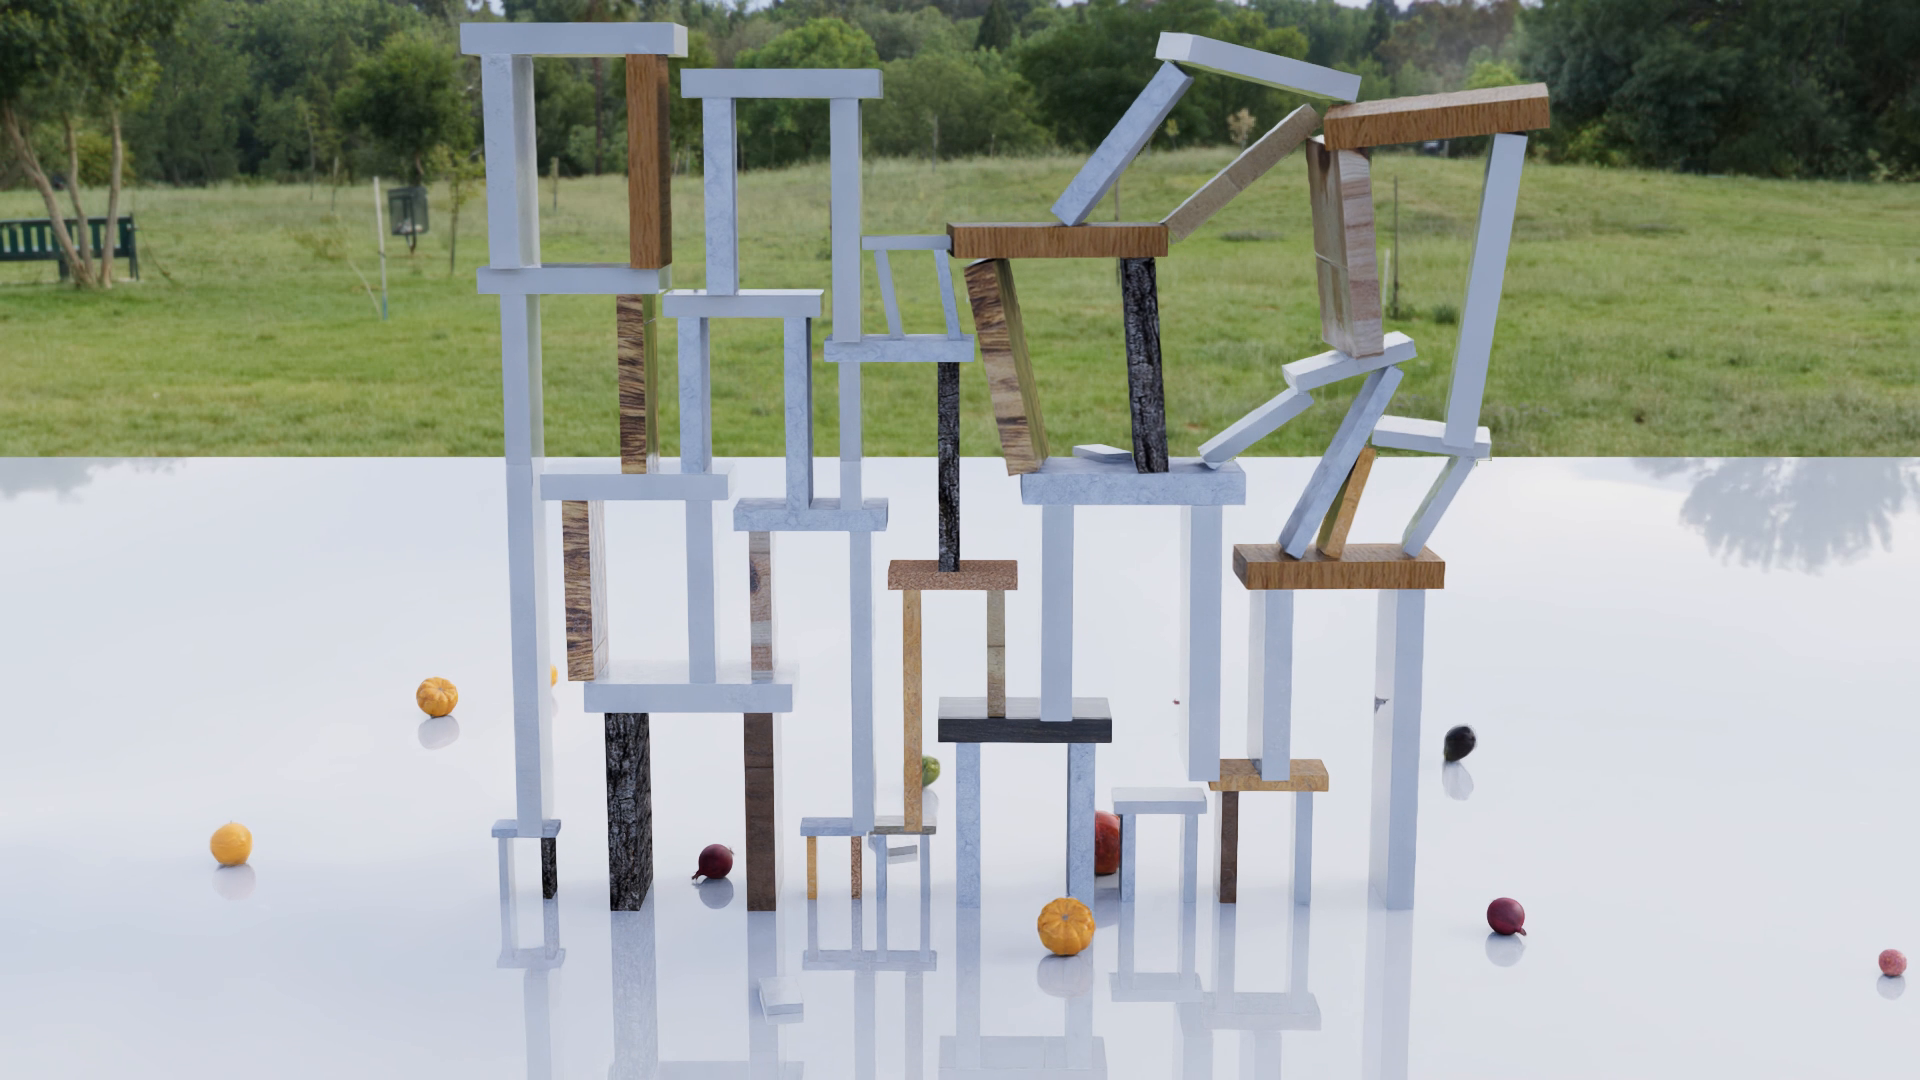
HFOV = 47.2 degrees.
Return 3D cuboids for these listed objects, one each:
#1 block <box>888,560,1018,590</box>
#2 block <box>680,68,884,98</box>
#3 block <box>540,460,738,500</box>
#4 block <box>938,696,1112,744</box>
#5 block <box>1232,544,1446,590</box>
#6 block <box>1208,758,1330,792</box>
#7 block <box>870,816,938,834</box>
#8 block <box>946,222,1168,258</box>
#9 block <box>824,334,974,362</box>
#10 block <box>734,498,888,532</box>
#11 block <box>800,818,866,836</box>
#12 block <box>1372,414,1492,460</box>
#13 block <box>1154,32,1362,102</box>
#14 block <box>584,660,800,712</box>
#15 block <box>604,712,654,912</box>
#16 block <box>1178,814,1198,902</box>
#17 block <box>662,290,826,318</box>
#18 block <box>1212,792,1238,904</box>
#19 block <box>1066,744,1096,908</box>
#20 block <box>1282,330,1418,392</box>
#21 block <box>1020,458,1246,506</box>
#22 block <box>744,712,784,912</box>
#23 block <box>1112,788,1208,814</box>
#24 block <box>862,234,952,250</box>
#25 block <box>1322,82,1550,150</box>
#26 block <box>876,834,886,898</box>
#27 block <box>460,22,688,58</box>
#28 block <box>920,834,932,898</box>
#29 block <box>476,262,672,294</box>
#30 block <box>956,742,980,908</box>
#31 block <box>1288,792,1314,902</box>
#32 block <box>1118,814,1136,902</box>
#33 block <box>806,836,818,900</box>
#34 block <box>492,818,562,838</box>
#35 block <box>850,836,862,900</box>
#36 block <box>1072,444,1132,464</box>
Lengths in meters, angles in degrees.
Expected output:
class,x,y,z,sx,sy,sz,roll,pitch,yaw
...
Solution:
class,x,y,z,sx,sy,sz,roll,pitch,yaw
block,-0.011,0.056,3.566,0.208,0.029,0.104,0,11,1
block,-0.274,-0.710,3.425,0.301,0.043,0.151,0,11,0
block,-0.514,-0.097,3.542,0.296,0.042,0.148,0,11,0
block,0.105,0.295,3.611,0.281,0.040,0.140,0,11,1
block,0.611,0.042,3.567,0.315,0.045,0.158,0,11,-1
block,0.505,0.388,3.629,0.193,0.027,0.096,0,11,1
block,-0.094,0.473,3.649,0.111,0.016,0.055,0,10,1
block,0.152,-0.477,3.488,0.334,0.047,0.167,-1,11,-4
block,-0.095,-0.306,3.505,0.236,0.033,0.118,0,11,1
block,-0.239,-0.042,3.558,0.243,0.034,0.121,0,11,0
block,-0.209,0.475,3.647,0.109,0.015,0.054,0,11,0
block,0.747,-0.165,3.492,0.182,0.026,0.091,8,20,8
block,0.466,-0.740,3.442,0.288,0.041,0.144,10,11,-18
block,-0.435,0.239,3.603,0.334,0.047,0.167,0,11,0
block,-0.547,0.426,3.639,0.047,0.334,0.167,0,11,0
block,0.379,0.516,3.651,0.022,0.152,0.076,0,11,0
block,-0.341,-0.376,3.489,0.246,0.035,0.123,0,11,0
block,0.441,0.495,3.653,0.027,0.193,0.096,0,11,0
block,0.200,0.452,3.644,0.040,0.281,0.140,0,11,0
block,0.616,-0.283,3.484,0.194,0.028,0.097,-17,14,0
block,0.275,-0.095,3.546,0.351,0.050,0.175,0,11,0
block,-0.324,0.426,3.638,0.047,0.334,0.167,0,11,0
block,0.328,0.431,3.635,0.152,0.022,0.076,0,11,0
block,-0.085,-0.469,3.465,0.140,0.020,0.070,-1,10,-3
block,0.721,-0.641,3.324,0.327,0.046,0.163,-3,18,14
block,-0.131,0.535,3.661,0.016,0.111,0.055,0,11,0
block,-0.595,-0.775,3.412,0.324,0.046,0.162,0,11,0
block,-0.057,0.535,3.661,0.016,0.111,0.055,0,11,2
block,-0.608,-0.415,3.485,0.283,0.040,0.141,0,11,1
block,0.014,0.452,3.642,0.040,0.281,0.140,0,11,0
block,0.567,0.494,3.656,0.027,0.193,0.096,0,11,3
block,0.278,0.516,3.651,0.022,0.152,0.076,0,11,0
block,-0.245,0.537,3.659,0.015,0.109,0.054,0,11,0
block,-0.719,0.478,3.648,0.106,0.015,0.053,0,11,-1
block,-0.172,0.537,3.659,0.015,0.109,0.054,0,11,0
block,0.234,-0.142,3.620,0.053,0.015,0.106,-5,12,-25
